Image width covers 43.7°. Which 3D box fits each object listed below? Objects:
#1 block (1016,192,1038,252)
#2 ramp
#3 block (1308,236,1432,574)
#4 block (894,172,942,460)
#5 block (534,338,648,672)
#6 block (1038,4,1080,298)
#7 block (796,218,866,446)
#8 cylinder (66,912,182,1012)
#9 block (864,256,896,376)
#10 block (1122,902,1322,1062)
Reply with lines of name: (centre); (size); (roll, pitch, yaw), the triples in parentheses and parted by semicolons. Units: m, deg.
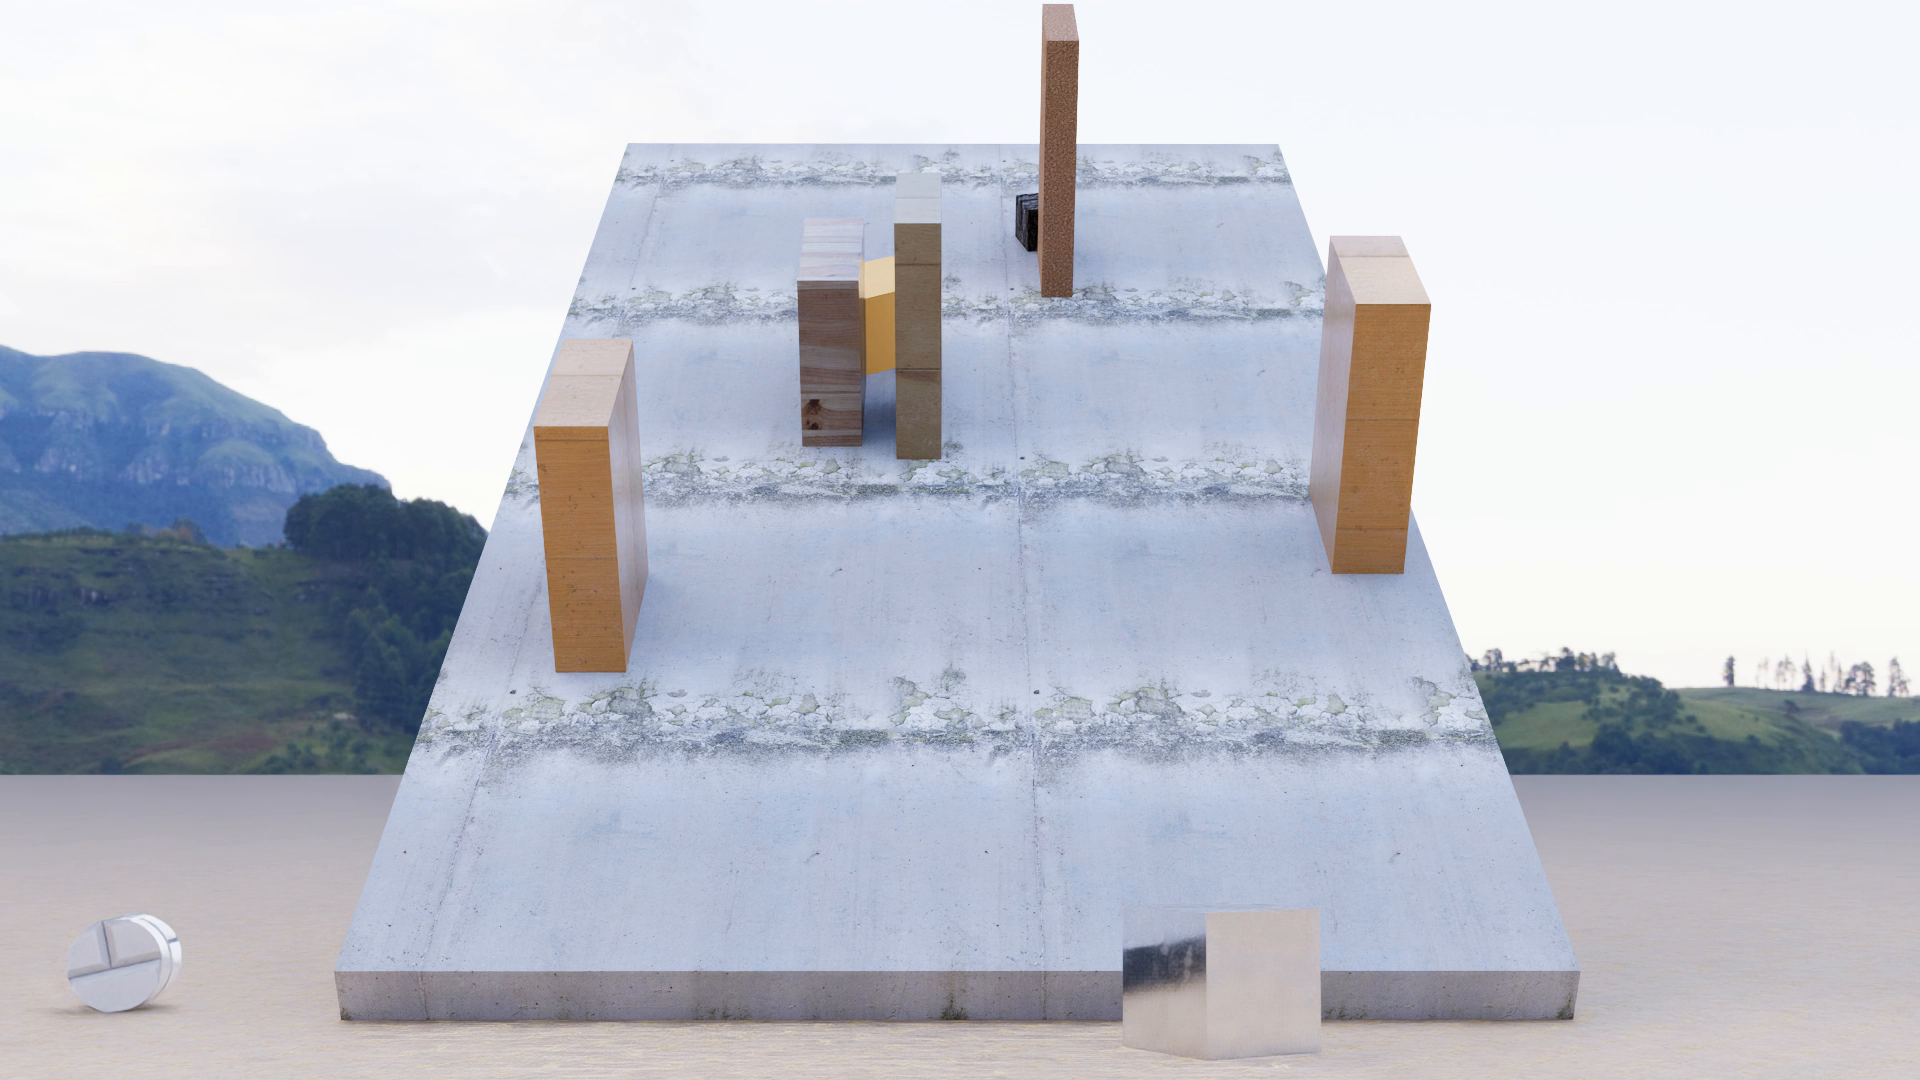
block: (0.228, -0.880, 6.604); (0.121, 0.121, 0.121); (-7, 29, -13)
ramp: (-0.012, -0.220, 5.620); (2.000, 0.100, 4.000); (0, 29, 0)
block: (0.850, -0.284, 5.003); (0.149, 0.608, 0.368); (0, 29, 0)
block: (-0.093, -0.510, 5.452); (0.102, 0.571, 0.319); (0, 29, 0)
block: (-0.715, -0.071, 4.683); (0.136, 0.529, 0.398); (0, 29, 0)
block: (0.255, -1.018, 6.265); (0.082, 0.689, 0.330); (0, 29, 0)
block: (-0.295, -0.488, 5.578); (0.137, 0.410, 0.387); (0, 29, 0)
cylinder: (-1.425, 0.720, 4.088); (0.156, 0.156, 0.156); (1, -5, -6)
block: (-0.204, -0.556, 5.920); (0.202, 0.202, 0.202); (-16, 33, -28)
block: (0.380, 0.638, 3.487); (0.205, 0.205, 0.205); (3, -6, -31)
